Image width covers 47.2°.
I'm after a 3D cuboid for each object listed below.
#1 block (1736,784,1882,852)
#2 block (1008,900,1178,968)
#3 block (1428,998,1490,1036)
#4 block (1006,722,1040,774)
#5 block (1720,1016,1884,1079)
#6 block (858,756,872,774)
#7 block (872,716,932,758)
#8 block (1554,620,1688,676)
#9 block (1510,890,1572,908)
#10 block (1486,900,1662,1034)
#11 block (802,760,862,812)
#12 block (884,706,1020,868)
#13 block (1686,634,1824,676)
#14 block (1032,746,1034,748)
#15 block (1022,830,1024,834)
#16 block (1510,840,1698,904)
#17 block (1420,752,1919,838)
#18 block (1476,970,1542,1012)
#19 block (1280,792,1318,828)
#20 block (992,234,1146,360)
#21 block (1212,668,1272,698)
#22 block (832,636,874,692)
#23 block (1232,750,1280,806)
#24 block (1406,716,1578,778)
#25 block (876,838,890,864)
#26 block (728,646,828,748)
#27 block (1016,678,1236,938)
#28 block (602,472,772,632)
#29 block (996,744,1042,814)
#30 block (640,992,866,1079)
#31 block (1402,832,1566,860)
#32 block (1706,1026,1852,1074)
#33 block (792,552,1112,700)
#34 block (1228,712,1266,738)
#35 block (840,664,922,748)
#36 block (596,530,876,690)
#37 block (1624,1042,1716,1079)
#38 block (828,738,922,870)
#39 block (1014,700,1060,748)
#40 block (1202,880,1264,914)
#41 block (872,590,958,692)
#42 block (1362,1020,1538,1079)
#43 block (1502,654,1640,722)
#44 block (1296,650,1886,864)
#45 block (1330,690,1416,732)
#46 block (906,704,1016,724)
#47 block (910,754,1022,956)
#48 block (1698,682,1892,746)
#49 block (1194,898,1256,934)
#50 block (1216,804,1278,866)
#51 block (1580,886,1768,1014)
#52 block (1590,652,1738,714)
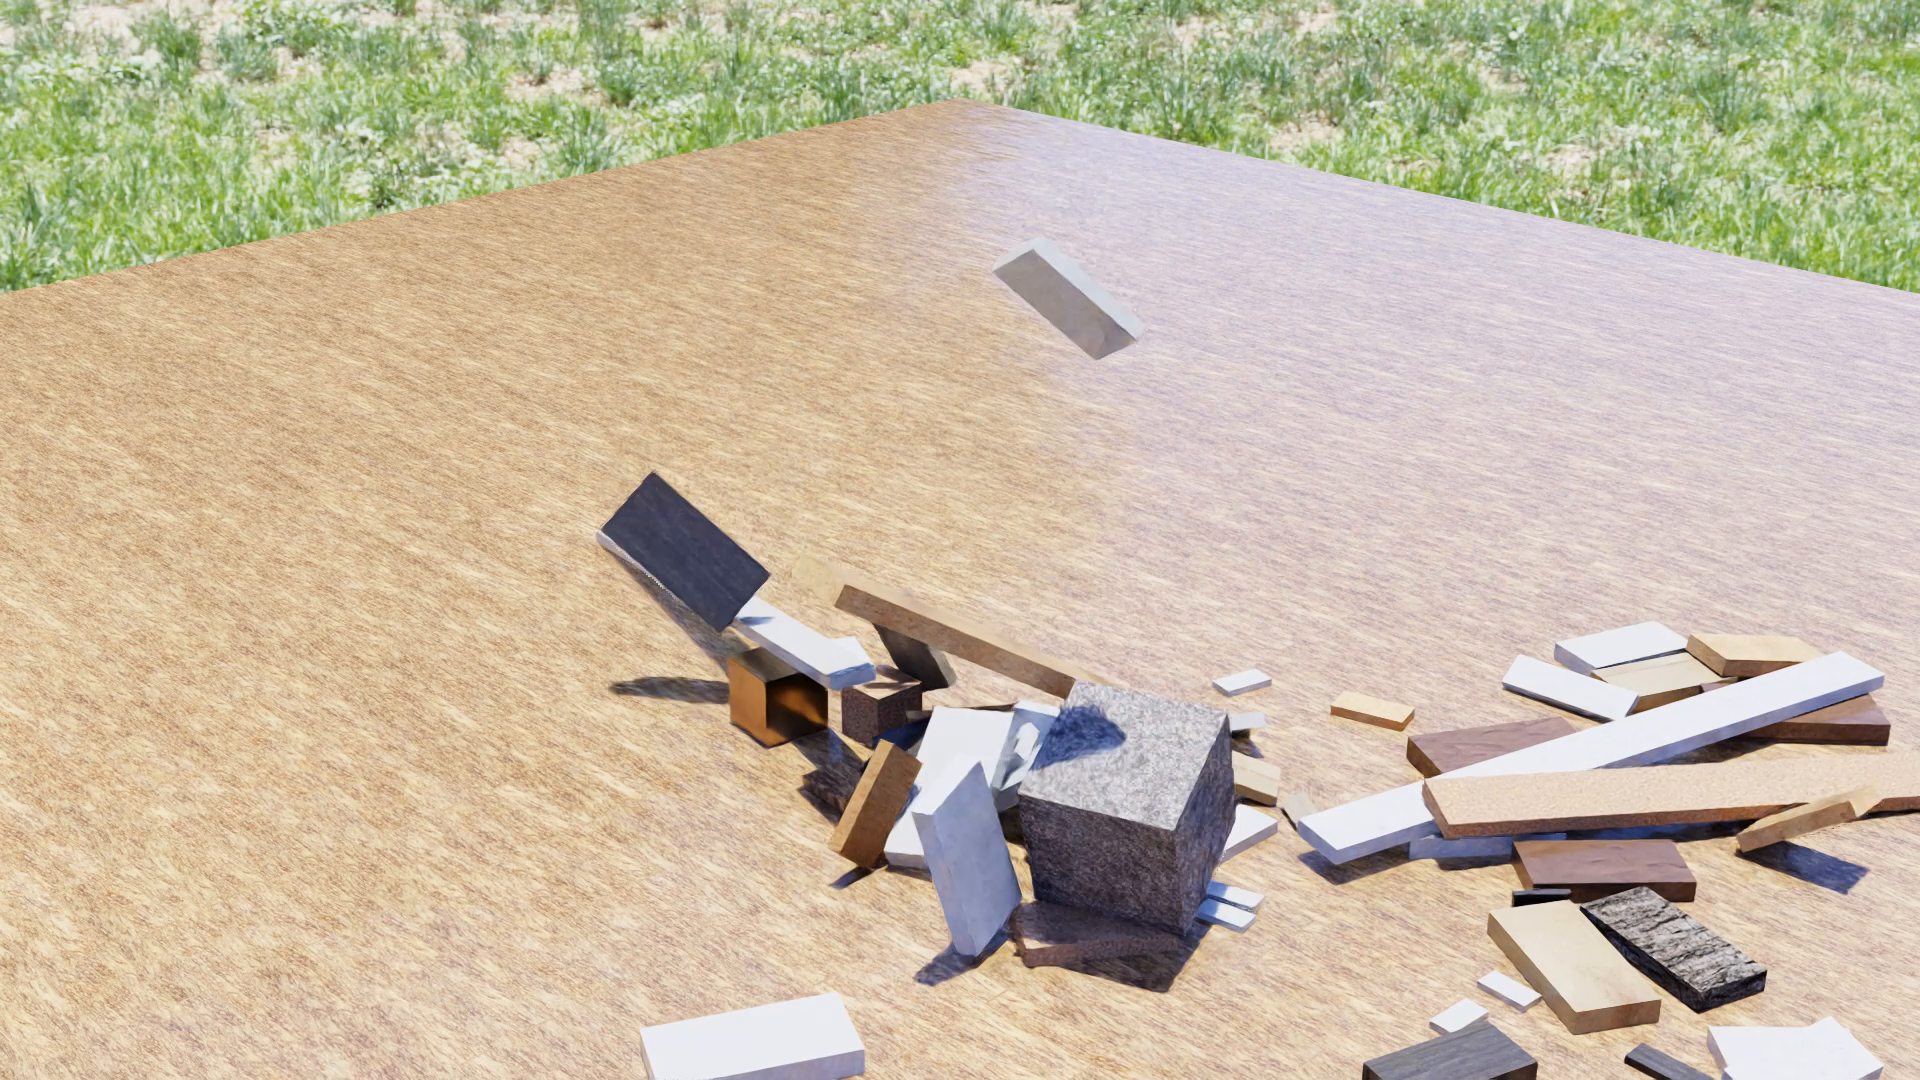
[{"bbox_3d":[1.639,0.538,4.251,0.123,0.035,0.246,-15,-11,-46],"label":"block"},{"bbox_3d":[0.244,0.709,4.030,0.283,0.040,0.142,-5,26,-10],"label":"block"},{"bbox_3d":[0.861,0.826,3.795,0.101,0.014,0.050,-19,29,-37],"label":"block"},{"bbox_3d":[0.061,0.454,4.466,0.214,0.030,0.107,-33,16,33],"label":"block"},{"bbox_3d":[1.375,0.872,3.592,0.236,0.033,0.118,-18,41,-22],"label":"block"},{"bbox_3d":[-0.123,0.455,4.550,0.181,0.026,0.090,-21,14,26],"label":"block"},{"bbox_3d":[-0.084,0.412,4.475,0.181,0.026,0.090,-20,45,6],"label":"block"},{"bbox_3d":[1.541,0.259,5.098,0.290,0.041,0.145,-10,25,-23],"label":"block"},{"bbox_3d":[1.082,0.678,4.094,0.107,0.054,0.015,-1,23,-2],"label":"block"},{"bbox_3d":[1.089,0.756,3.919,0.163,0.046,0.326,-6,24,-13],"label":"block"},{"bbox_3d":[-0.241,0.504,4.496,0.090,0.026,0.181,-21,22,-27],"label":"block"},{"bbox_3d":[-0.013,0.487,4.322,0.172,0.049,0.345,3,51,23],"label":"block"},{"bbox_3d":[1.827,0.265,5.024,0.290,0.041,0.145,2,20,-18],"label":"block"},{"bbox_3d":[0.048,0.452,4.557,0.214,0.107,0.030,10,24,22],"label":"block"},{"bbox_3d":[0.280,0.554,4.266,0.283,0.040,0.142,8,28,25],"label":"block"},{"bbox_3d":[1.230,0.634,4.211,0.310,0.044,0.155,0,23,-1],"label":"block"},{"bbox_3d":[1.464,0.507,4.398,1.109,0.037,0.130,-2,36,-13],"label":"block"},{"bbox_3d":[0.966,0.794,3.870,0.050,0.014,0.101,-18,29,-36],"label":"block"},{"bbox_3d":[0.689,0.549,4.423,0.054,0.015,0.107,-26,26,-2],"label":"block"},{"bbox_3d":[0.184,-0.407,3.712,0.123,0.246,0.035,-21,35,55],"label":"block"},{"bbox_3d":[0.638,0.324,4.975,0.122,0.017,0.061,-13,26,-28],"label":"block"},{"bbox_3d":[-0.263,0.284,5.054,0.103,0.029,0.206,-8,24,-18],"label":"block"},{"bbox_3d":[0.561,0.475,4.512,0.187,0.027,0.094,20,37,1],"label":"block"},{"bbox_3d":[1.144,0.455,4.624,0.358,0.051,0.179,-6,24,-14],"label":"block"},{"bbox_3d":[-0.155,0.571,4.377,0.103,0.029,0.206,7,24,16],"label":"block"},{"bbox_3d":[-0.395,0.331,4.781,0.156,0.156,0.156,-15,27,-32],"label":"block"},{"bbox_3d":[0.311,0.487,4.018,0.294,0.294,0.294,11,45,22],"label":"block"},{"bbox_3d":[-0.603,0.027,4.857,0.347,0.172,0.049,41,-1,-1],"label":"block"},{"bbox_3d":[0.142,0.463,4.367,0.284,0.040,0.142,-32,12,44],"label":"block"},{"bbox_3d":[-0.349,0.855,3.682,0.345,0.049,0.172,-7,24,-17],"label":"block"},{"bbox_3d":[1.024,0.567,4.367,0.310,0.044,0.155,-2,23,-5],"label":"block"},{"bbox_3d":[1.387,0.864,3.681,0.236,0.033,0.118,0,23,1],"label":"block"},{"bbox_3d":[0.035,0.218,4.594,0.872,0.051,0.179,24,5,-38],"label":"block"},{"bbox_3d":[0.517,0.405,4.682,0.241,0.033,0.116,-5,-15,-12],"label":"block"},{"bbox_3d":[-0.169,0.361,4.751,0.125,0.125,0.125,-19,30,-38],"label":"block"},{"bbox_3d":[-0.562,0.133,5.143,0.103,0.029,1.460,-12,18,-26],"label":"block"},{"bbox_3d":[1.199,0.891,3.640,0.054,0.015,0.191,-20,30,-38],"label":"block"},{"bbox_3d":[-0.163,0.511,4.237,0.033,0.231,0.116,18,-14,37],"label":"block"},{"bbox_3d":[0.297,0.450,4.486,0.405,0.163,0.046,11,19,24],"label":"block"},{"bbox_3d":[0.433,0.654,4.193,0.301,0.014,0.048,13,26,31],"label":"block"},{"bbox_3d":[-0.107,0.220,4.739,0.116,0.231,0.033,-13,22,41],"label":"block"},{"bbox_3d":[0.811,0.879,3.641,0.259,0.037,0.130,-11,25,-25],"label":"block"},{"bbox_3d":[1.357,0.334,4.892,0.291,0.023,0.082,20,62,38],"label":"block"},{"bbox_3d":[1.347,0.434,4.563,1.506,0.035,0.123,-13,28,-26],"label":"block"},{"bbox_3d":[0.909,0.377,4.844,0.165,0.023,0.082,13,26,28],"label":"block"},{"bbox_3d":[0.023,0.412,4.638,0.274,0.118,0.033,-3,23,-8],"label":"block"},{"bbox_3d":[0.015,0.564,3.931,0.046,0.326,0.163,6,36,35],"label":"block"},{"bbox_3d":[1.817,0.380,4.801,0.358,0.051,0.179,1,23,3],"label":"block"},{"bbox_3d":[0.494,0.700,4.094,0.101,0.014,0.050,15,27,32],"label":"block"},{"bbox_3d":[0.533,0.583,4.353,0.187,0.027,0.094,-20,30,-39],"label":"block"},{"bbox_3d":[1.283,0.735,3.972,0.155,0.044,0.310,-11,25,-24],"label":"block"},{"bbox_3d":[1.585,0.320,4.954,0.290,0.041,0.145,-9,24,-19],"label":"block"}]
